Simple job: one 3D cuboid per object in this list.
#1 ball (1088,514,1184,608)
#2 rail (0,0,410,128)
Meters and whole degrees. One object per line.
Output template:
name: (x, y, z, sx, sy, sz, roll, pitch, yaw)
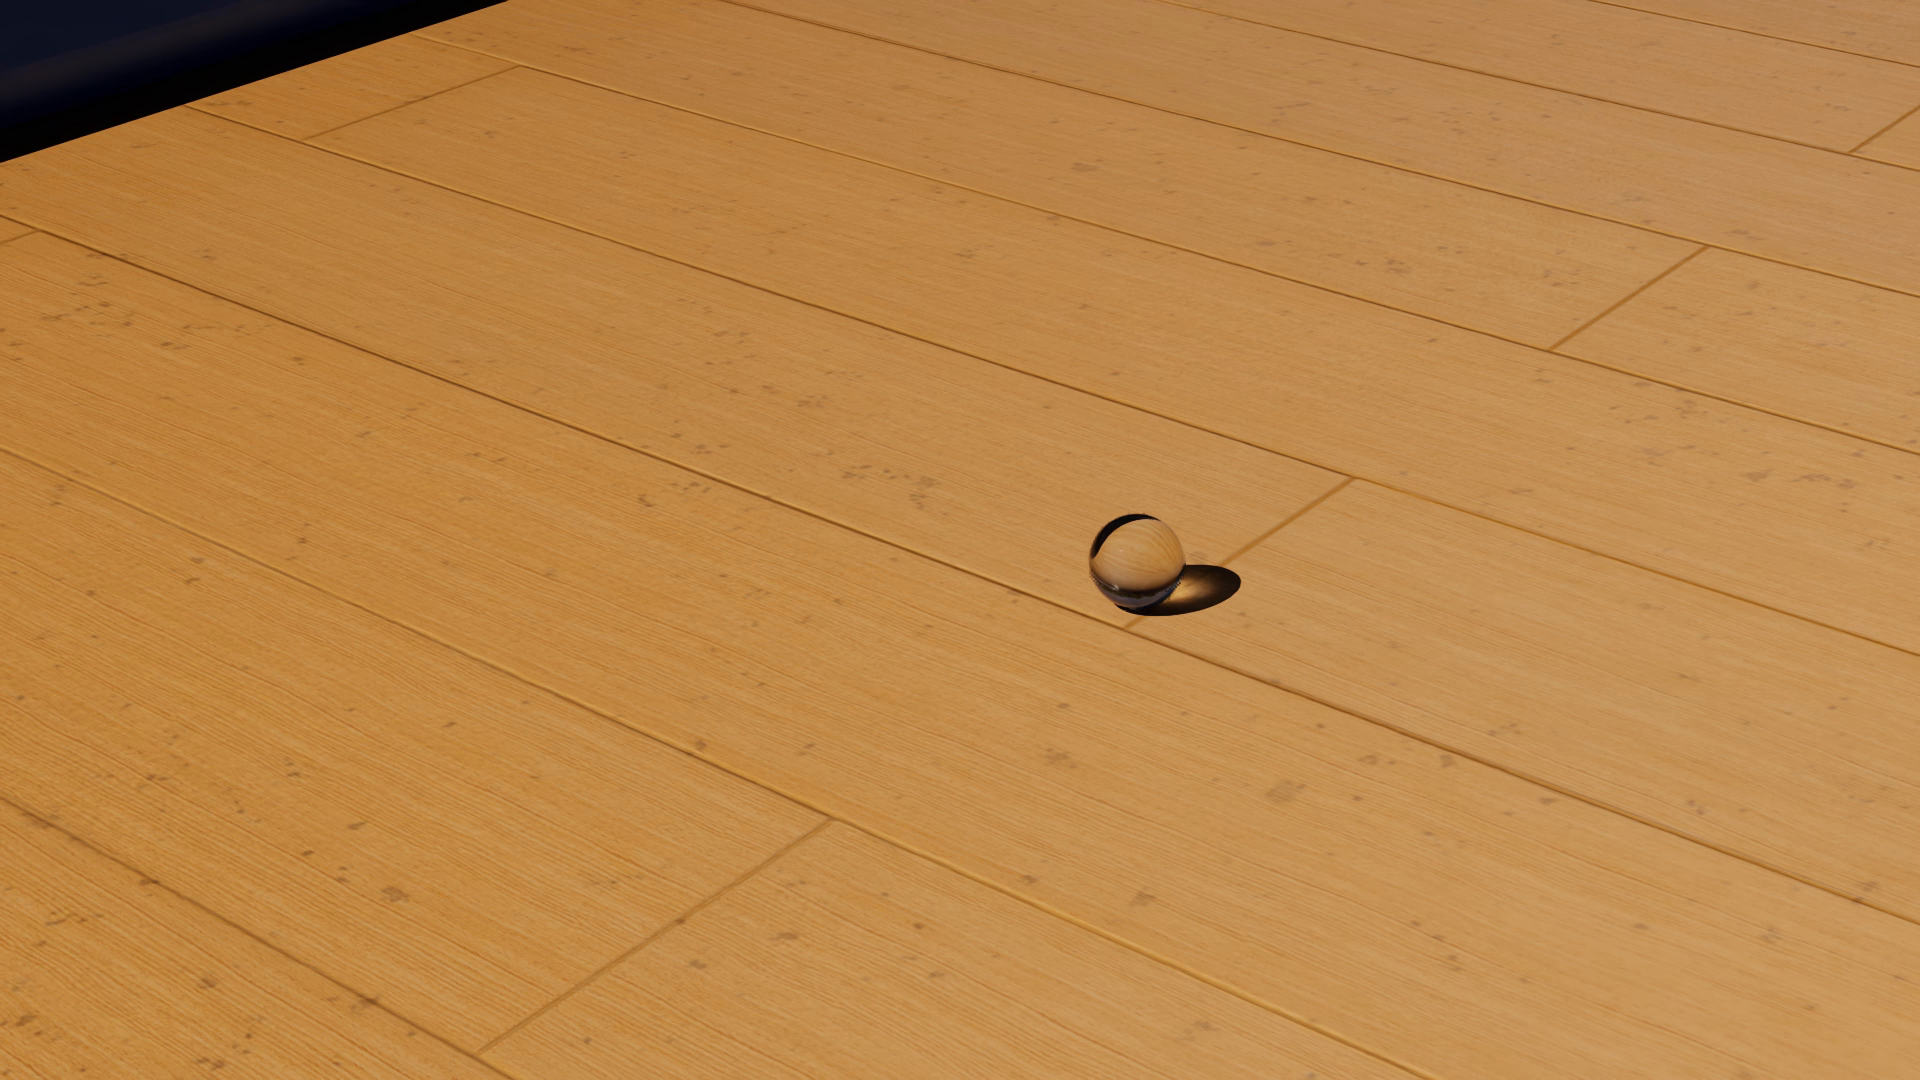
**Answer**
ball: (0.101, 0.012, 1.679, 0.054, 0.054, 0.054, 0, 27, 0)
rail: (-0.177, -0.728, 3.042, 0.045, 0.116, 4.350, 20, 33, 33)
